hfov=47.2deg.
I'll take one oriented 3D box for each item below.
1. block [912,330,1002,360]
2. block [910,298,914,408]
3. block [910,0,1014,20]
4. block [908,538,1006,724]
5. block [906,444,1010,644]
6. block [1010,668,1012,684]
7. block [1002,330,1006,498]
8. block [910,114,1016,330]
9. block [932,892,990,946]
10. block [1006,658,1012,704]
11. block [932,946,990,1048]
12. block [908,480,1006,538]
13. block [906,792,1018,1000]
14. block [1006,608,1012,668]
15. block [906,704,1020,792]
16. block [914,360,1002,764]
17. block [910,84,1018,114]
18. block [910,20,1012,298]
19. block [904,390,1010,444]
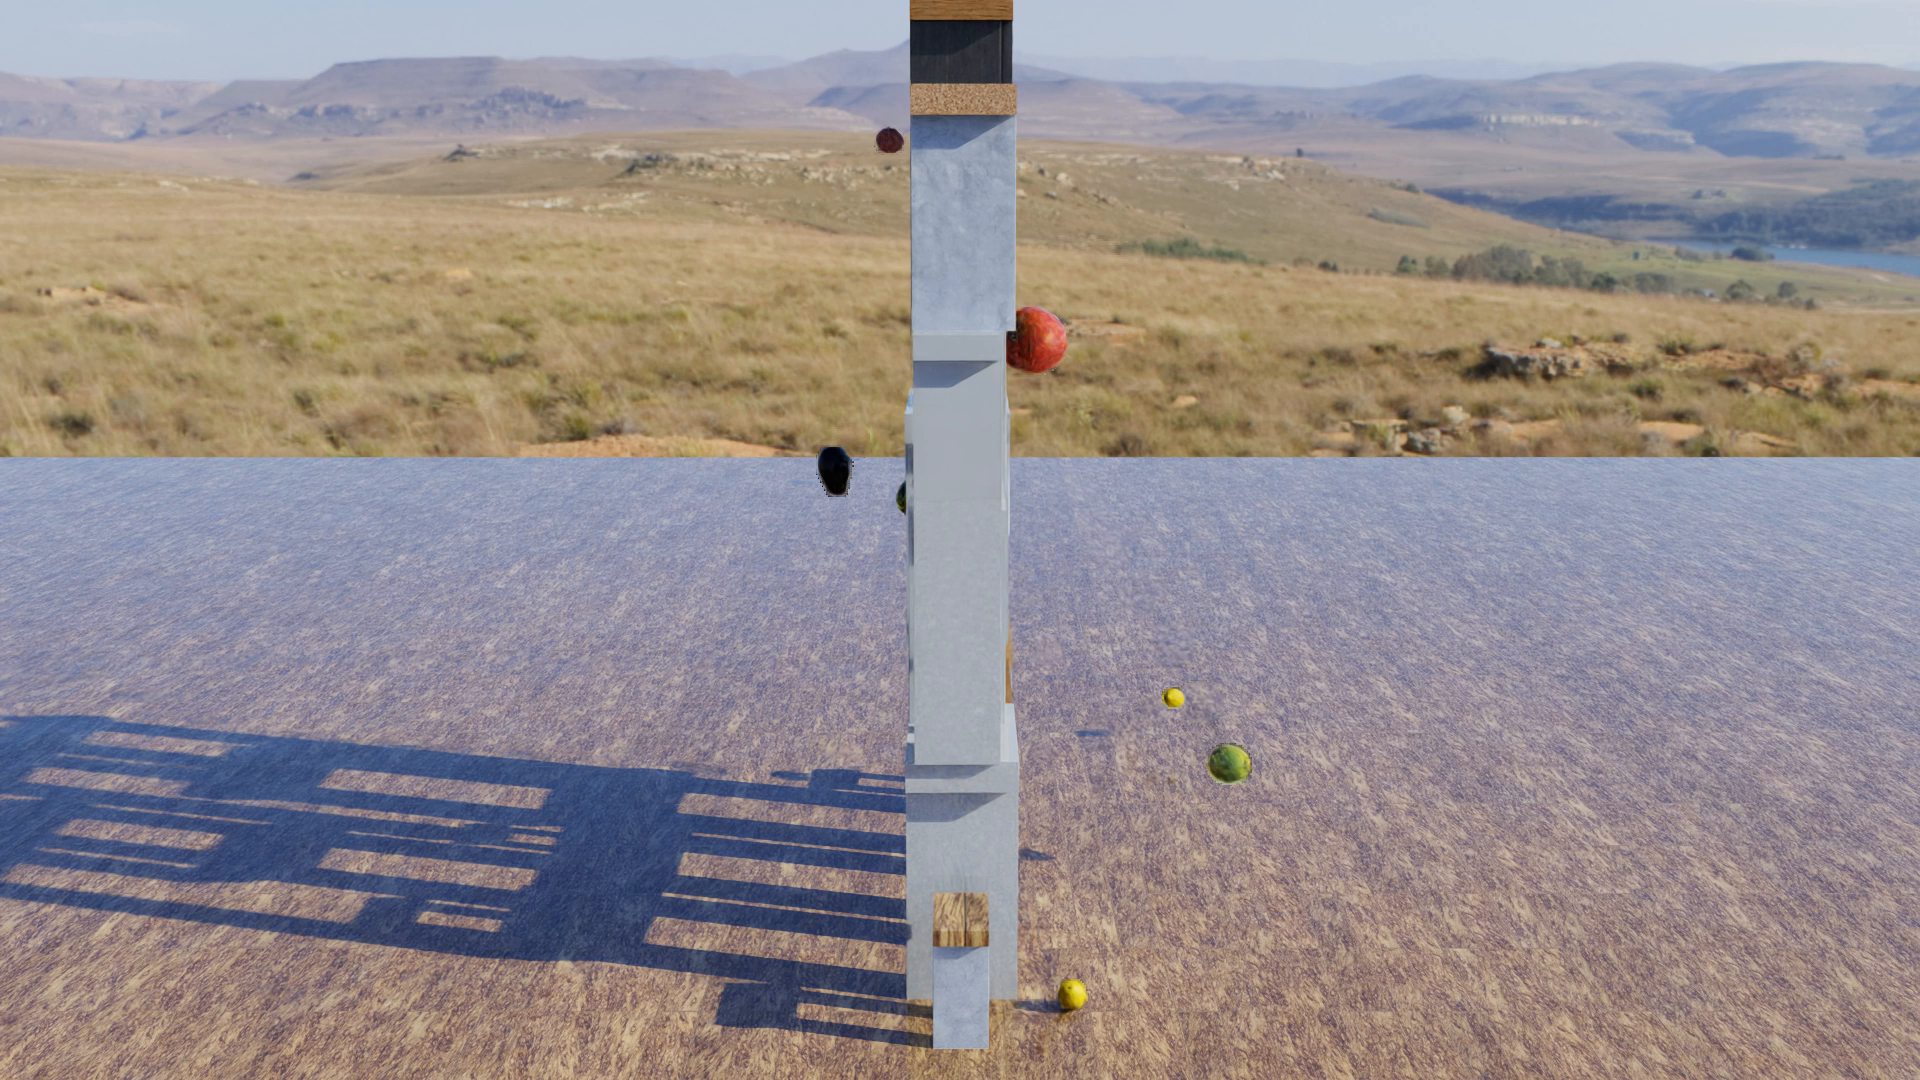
[{"bbox_3d":[-0.003,-0.282,3.097,0.121,0.034,0.243,0,11,0],"label":"block"},{"bbox_3d":[-0.012,-0.362,3.702,0.138,0.276,0.039,1,11,6],"label":"block"},{"bbox_3d":[0.001,-0.811,3.365,0.152,0.043,0.303,0,11,0],"label":"block"},{"bbox_3d":[-0.004,0.131,3.319,0.145,0.291,0.041,0,11,0],"label":"block"},{"bbox_3d":[-0.004,0.000,3.726,0.174,0.347,0.049,0,11,0],"label":"block"},{"bbox_3d":[0.003,0.379,3.858,0.173,0.346,0.049,0,11,0],"label":"block"},{"bbox_3d":[0.005,-0.183,3.549,0.138,0.574,0.039,0,11,-1],"label":"block"},{"bbox_3d":[0.005,-0.437,3.032,0.143,0.293,0.041,0,11,0],"label":"block"},{"bbox_3d":[0.001,0.531,3.080,0.077,0.022,0.155,0,11,0],"label":"block"},{"bbox_3d":[0.004,0.254,3.609,0.159,0.045,0.319,0,11,0],"label":"block"},{"bbox_3d":[0.001,0.627,3.045,0.077,0.155,0.022,0,11,0],"label":"block"},{"bbox_3d":[-0.004,-0.050,3.384,0.145,0.041,0.291,0,11,0],"label":"block"},{"bbox_3d":[0.003,0.510,3.215,0.162,0.324,0.046,0,11,0],"label":"block"},{"bbox_3d":[0.003,0.163,3.935,0.173,0.049,0.346,0,11,0],"label":"block"},{"bbox_3d":[0.003,0.308,3.287,0.162,0.046,0.324,0,11,0],"label":"block"},{"bbox_3d":[-0.003,0.032,3.073,0.121,0.575,0.034,0,11,0],"label":"block"},{"bbox_3d":[0.004,-0.619,3.096,0.143,0.041,0.286,0,11,0],"label":"block"},{"bbox_3d":[0.002,-0.562,3.308,0.152,0.425,0.043,0,11,0],"label":"block"},{"bbox_3d":[-0.004,-0.216,3.804,0.174,0.049,0.347,0,11,0],"label":"block"}]
